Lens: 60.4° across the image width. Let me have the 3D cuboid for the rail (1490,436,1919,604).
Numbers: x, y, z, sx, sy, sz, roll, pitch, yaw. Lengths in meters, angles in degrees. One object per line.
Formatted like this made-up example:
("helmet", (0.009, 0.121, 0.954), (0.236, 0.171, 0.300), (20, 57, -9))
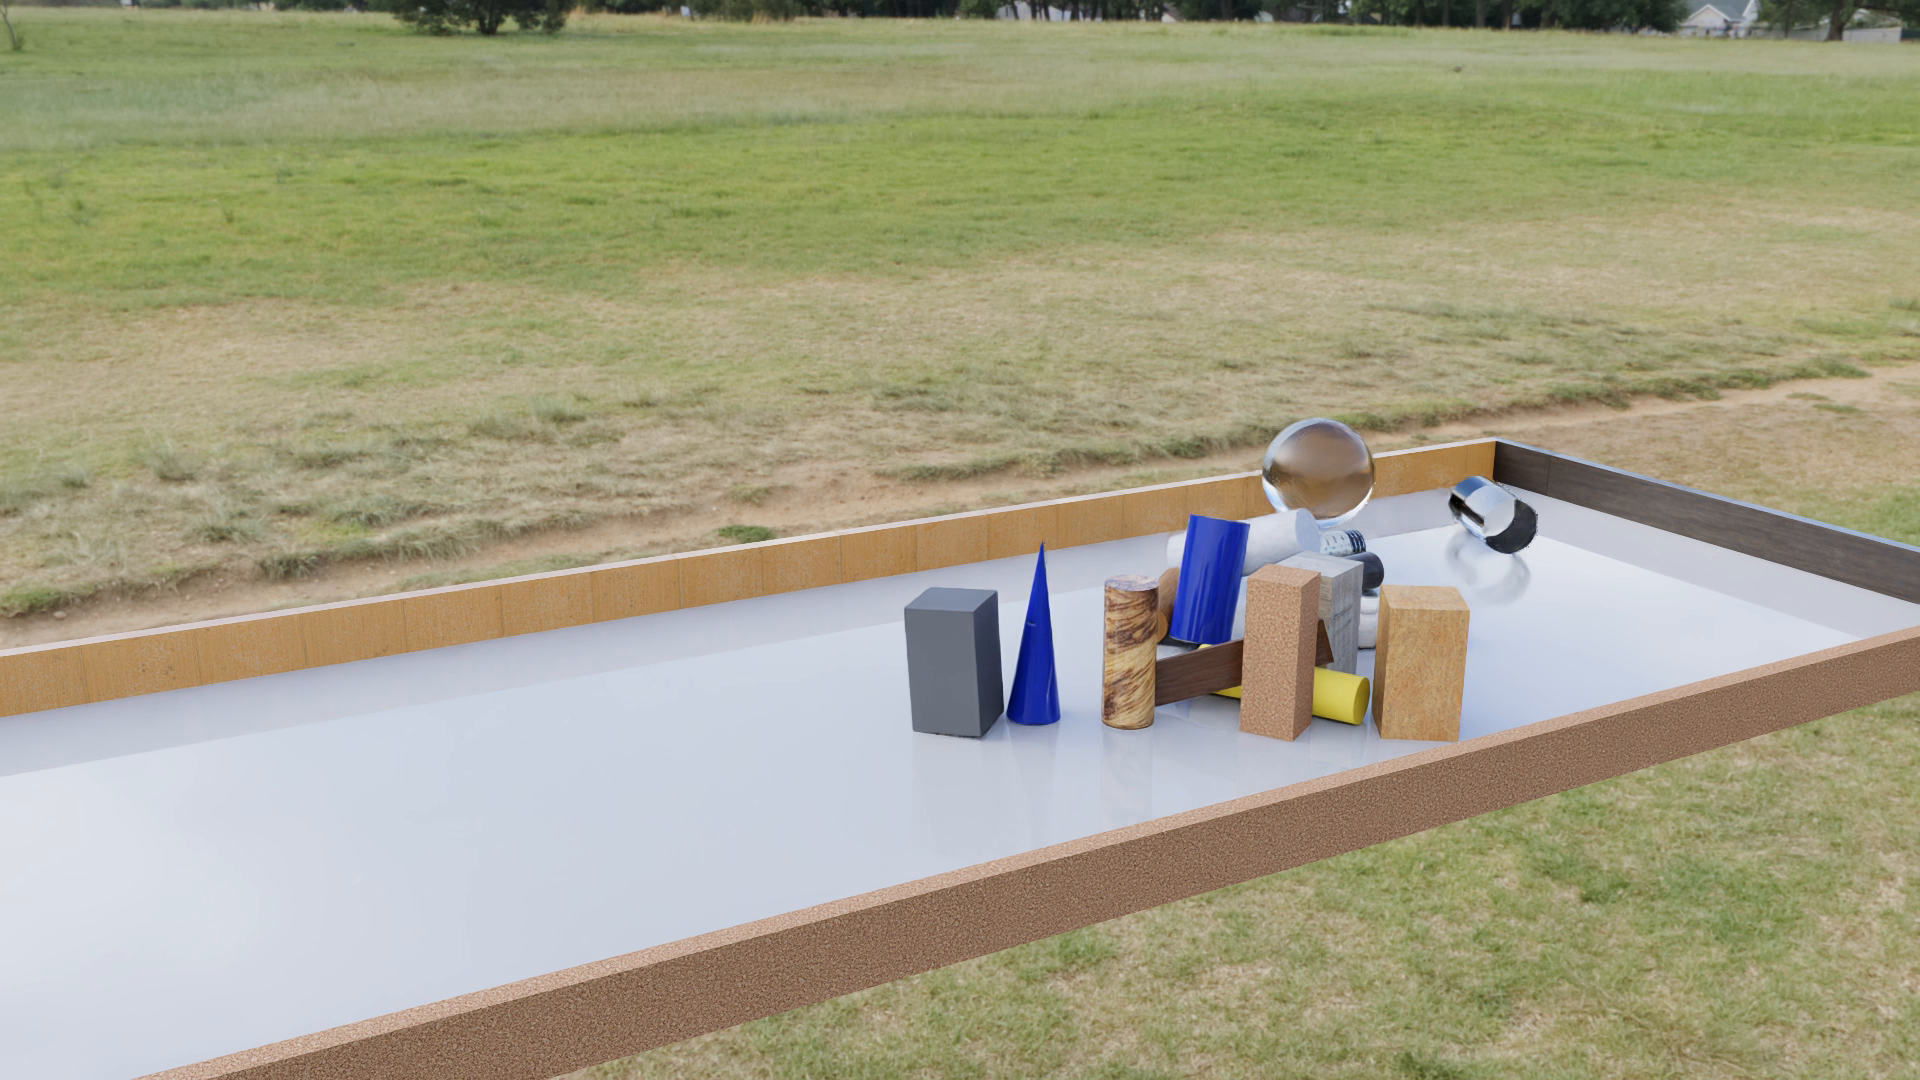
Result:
("rail", (2.466, -0.048, 5.253), (0.050, 0.150, 2.100), (-9, 18, -27))

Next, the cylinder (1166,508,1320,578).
("cylinder", (0.816, 0.025, 4.759), (0.409, 0.163, 0.163), (-12, 7, 35))

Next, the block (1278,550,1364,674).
("block", (0.886, 0.205, 4.118), (0.161, 0.305, 0.161), (13, 21, 38))

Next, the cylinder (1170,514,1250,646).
("cylinder", (0.660, 0.106, 4.358), (0.162, 0.327, 0.162), (9, 4, -1))

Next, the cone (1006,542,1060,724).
("cone", (0.183, 0.205, 3.871), (0.132, 0.438, 0.132), (2, 16, -1))

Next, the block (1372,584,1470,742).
("block", (1.065, 0.284, 3.827), (0.174, 0.317, 0.174), (2, 16, 6))

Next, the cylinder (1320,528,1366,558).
("cylinder", (1.058, 0.045, 4.998), (0.347, 0.115, 0.115), (-9, 18, -27))

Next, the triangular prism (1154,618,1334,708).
("triangular prism", (0.652, 0.275, 3.940), (0.451, 0.098, 0.114), (-15, 44, 9))

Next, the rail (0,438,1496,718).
("rail", (-3.305, 0.497, 3.399), (12.000, 0.150, 0.050), (-9, 18, -27))

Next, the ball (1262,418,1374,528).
("ball", (1.183, -0.221, 5.455), (0.367, 0.367, 0.367), (0, 16, 0))

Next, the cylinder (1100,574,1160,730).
("cylinder", (0.397, 0.262, 3.858), (0.126, 0.341, 0.126), (0, 16, 0))

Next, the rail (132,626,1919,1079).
("rail", (-2.336, 1.006, 1.665), (12.000, 0.150, 0.050), (-9, 18, -27))

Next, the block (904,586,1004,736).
("block", (-0.011, 0.281, 3.847), (0.168, 0.301, 0.168), (2, 16, 20))

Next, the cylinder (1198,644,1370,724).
("cylinder", (0.770, 0.345, 3.978), (0.413, 0.114, 0.114), (10, 19, 32))

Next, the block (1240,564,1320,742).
("block", (0.738, 0.259, 3.808), (0.129, 0.375, 0.129), (9, 19, 29))

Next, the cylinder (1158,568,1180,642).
("cylinder", (0.560, 0.178, 4.546), (0.114, 0.114, 0.350), (6, 17, 20))

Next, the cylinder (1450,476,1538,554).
("cylinder", (1.719, -0.084, 5.330), (0.174, 0.174, 0.308), (-1, 16, -3))

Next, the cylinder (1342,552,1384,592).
("cylinder", (1.040, 0.119, 4.752), (0.398, 0.111, 0.111), (-10, 19, -32))

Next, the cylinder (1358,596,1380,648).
("cylinder", (1.089, 0.218, 4.378), (0.460, 0.134, 0.134), (-1, 16, -5))
